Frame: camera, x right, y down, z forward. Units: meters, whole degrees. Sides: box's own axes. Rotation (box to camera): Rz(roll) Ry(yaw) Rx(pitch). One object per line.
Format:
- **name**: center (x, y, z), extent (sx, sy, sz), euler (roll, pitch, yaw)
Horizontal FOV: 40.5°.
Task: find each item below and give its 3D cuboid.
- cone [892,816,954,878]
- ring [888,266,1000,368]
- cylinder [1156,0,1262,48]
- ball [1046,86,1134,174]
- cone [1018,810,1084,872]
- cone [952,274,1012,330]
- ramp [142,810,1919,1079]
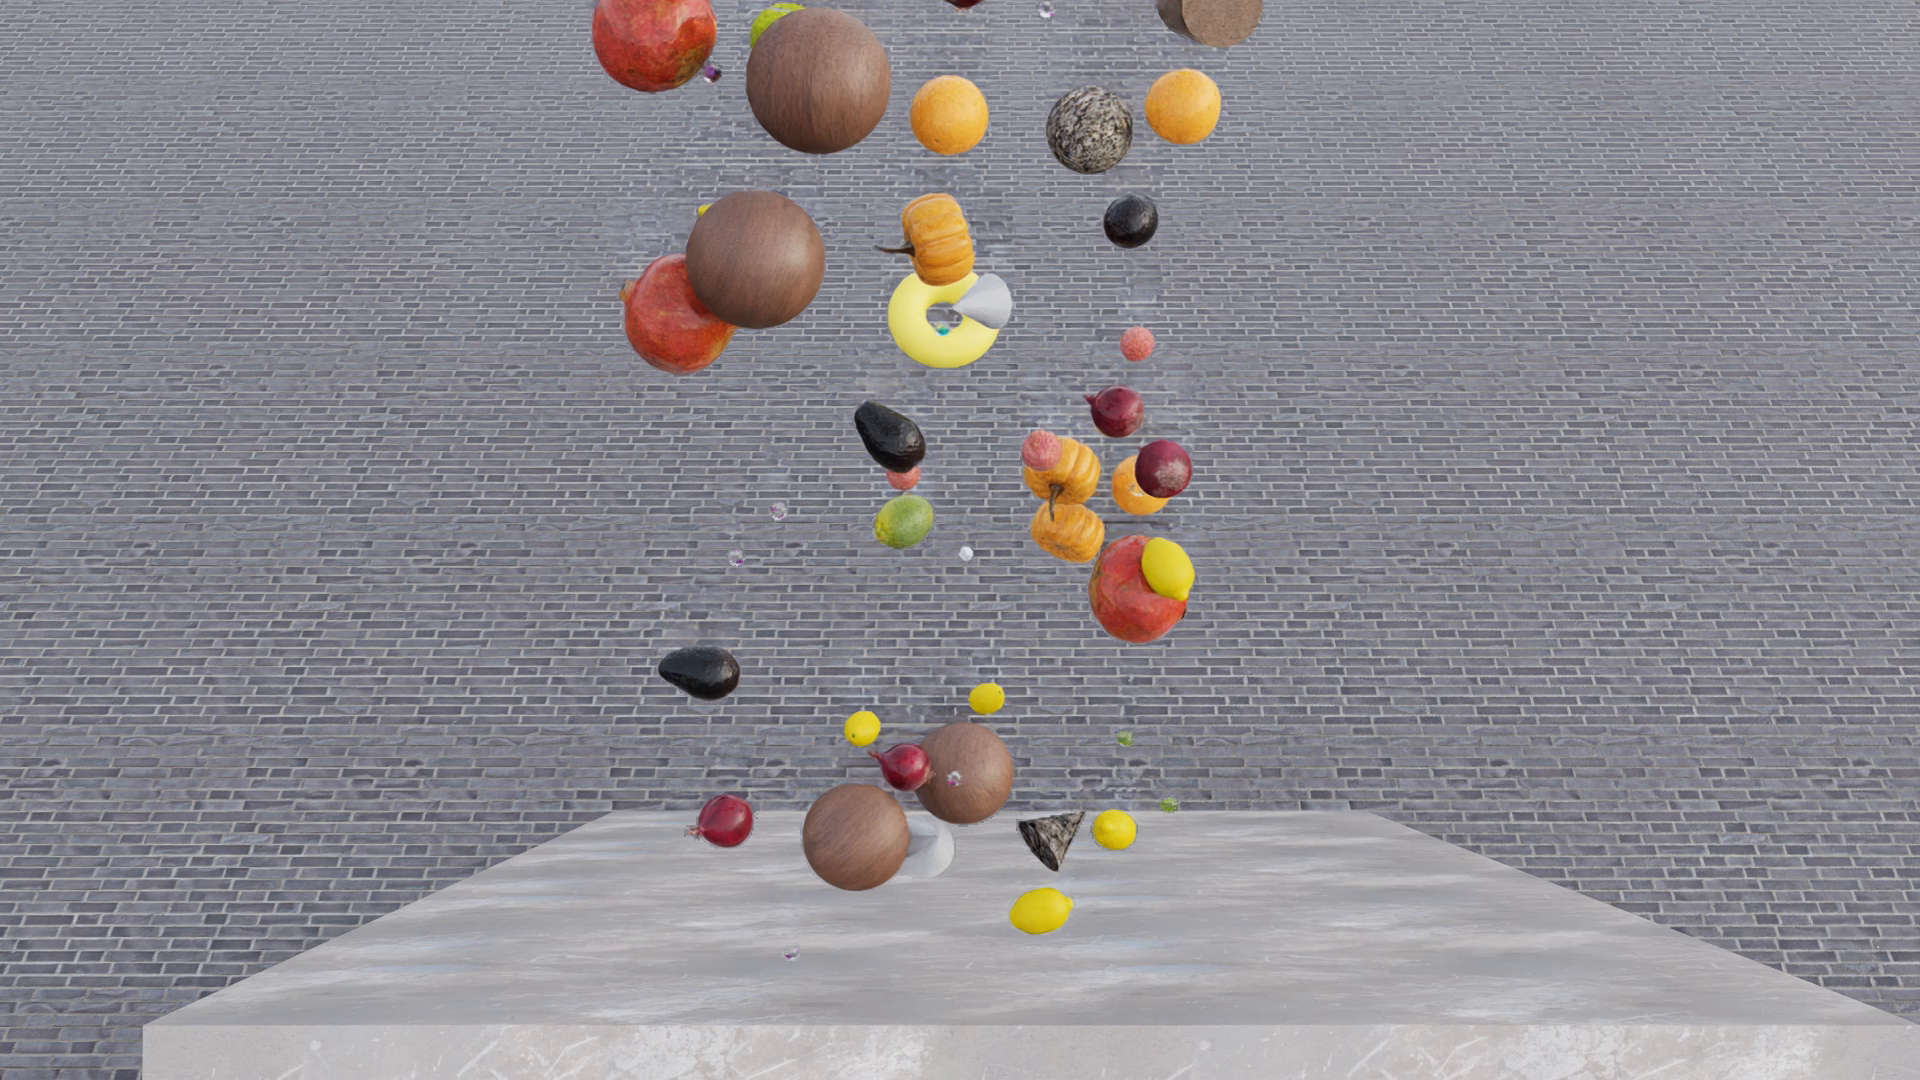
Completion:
- **cone**: center (-0.035, 0.364, 3.149), extent (0.078, 0.078, 0.078), euler (4, 72, -14)
- **ring**: center (-0.018, -0.251, 2.913), extent (0.127, 0.042, 0.127), euler (1, 66, -2)
- **cylinder**: center (0.225, -0.489, 2.356), extent (0.076, 0.076, 0.076), euler (-9, 19, -12)
- **ball**: center (0.125, -0.396, 2.510), extent (0.084, 0.084, 0.084), euler (0, 37, 0)
- **cone**: center (0.115, 0.327, 2.948), extent (0.069, 0.069, 0.069), euler (-35, 48, -19)
- **cone**: center (0.012, -0.238, 2.629), extent (0.057, 0.057, 0.057), euler (-14, 37, -42)
- **ramp**: center (0.081, 0.683, 4.921), extent (2.000, 0.100, 4.000), euler (0, -3, 0)
